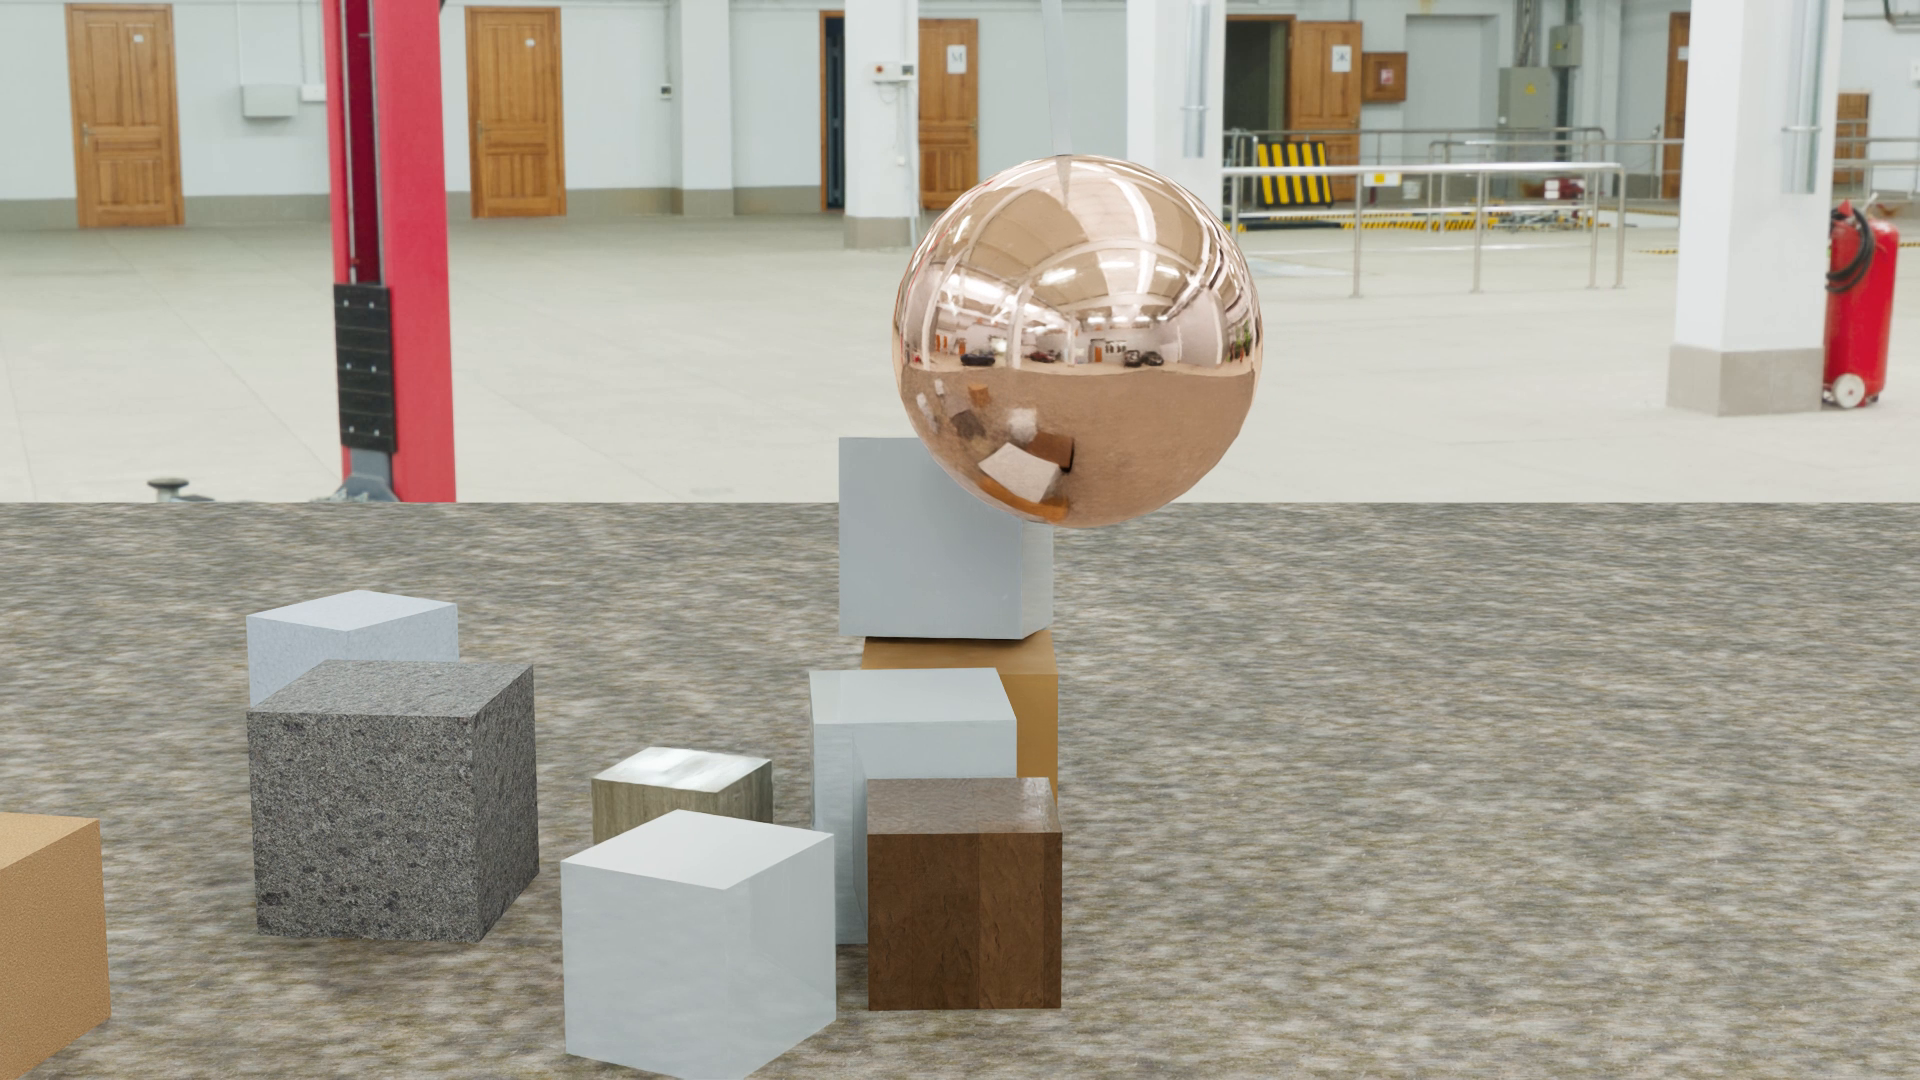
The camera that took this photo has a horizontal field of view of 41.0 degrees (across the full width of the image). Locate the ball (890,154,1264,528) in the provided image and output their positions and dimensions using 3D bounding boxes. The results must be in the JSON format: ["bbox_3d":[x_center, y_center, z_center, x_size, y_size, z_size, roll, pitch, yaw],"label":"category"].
[{"bbox_3d":[0.503,-0.852,11.025,1.600,1.600,1.600,0,10,0],"label":"ball"}]

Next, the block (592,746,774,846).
[{"bbox_3d":[-1.175,1.261,10.940,0.588,0.594,0.516,4,12,22],"label":"block"}]

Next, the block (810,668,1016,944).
[{"bbox_3d":[-0.215,1.107,10.882,0.820,0.928,0.934,-1,10,-4],"label":"block"}]

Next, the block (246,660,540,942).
[{"bbox_3d":[-2.386,1.088,10.925,0.936,0.950,0.951,1,10,6],"label":"block"}]

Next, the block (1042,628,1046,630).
[{"bbox_3d":[0.007,0.830,12.676,0.826,0.831,0.785,0,10,0],"label":"block"}]

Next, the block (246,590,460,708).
[{"bbox_3d":[-3.110,0.749,13.213,0.703,0.799,0.786,6,12,31],"label":"block"}]

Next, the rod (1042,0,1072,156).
[{"bbox_3d":[0.218,-4.185,10.419,0.080,5.200,0.080,-5,10,1],"label":"rod"}]

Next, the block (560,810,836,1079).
[{"bbox_3d":[-0.948,1.477,9.413,0.699,0.726,0.746,5,12,27],"label":"block"}]

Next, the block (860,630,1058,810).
[{"bbox_3d":[-0.006,0.951,11.828,0.873,0.897,0.918,0,10,0],"label":"block"}]

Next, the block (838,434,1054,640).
[{"bbox_3d":[-0.053,-0.035,12.215,0.862,0.921,0.837,1,3,12],"label":"block"}]

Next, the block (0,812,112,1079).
[{"bbox_3d":[-3.665,1.471,9.315,0.772,0.773,0.793,2,11,12],"label":"block"}]

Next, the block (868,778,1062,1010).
[{"bbox_3d":[0.006,1.374,10.064,0.733,0.695,0.766,0,10,-2],"label":"block"}]
